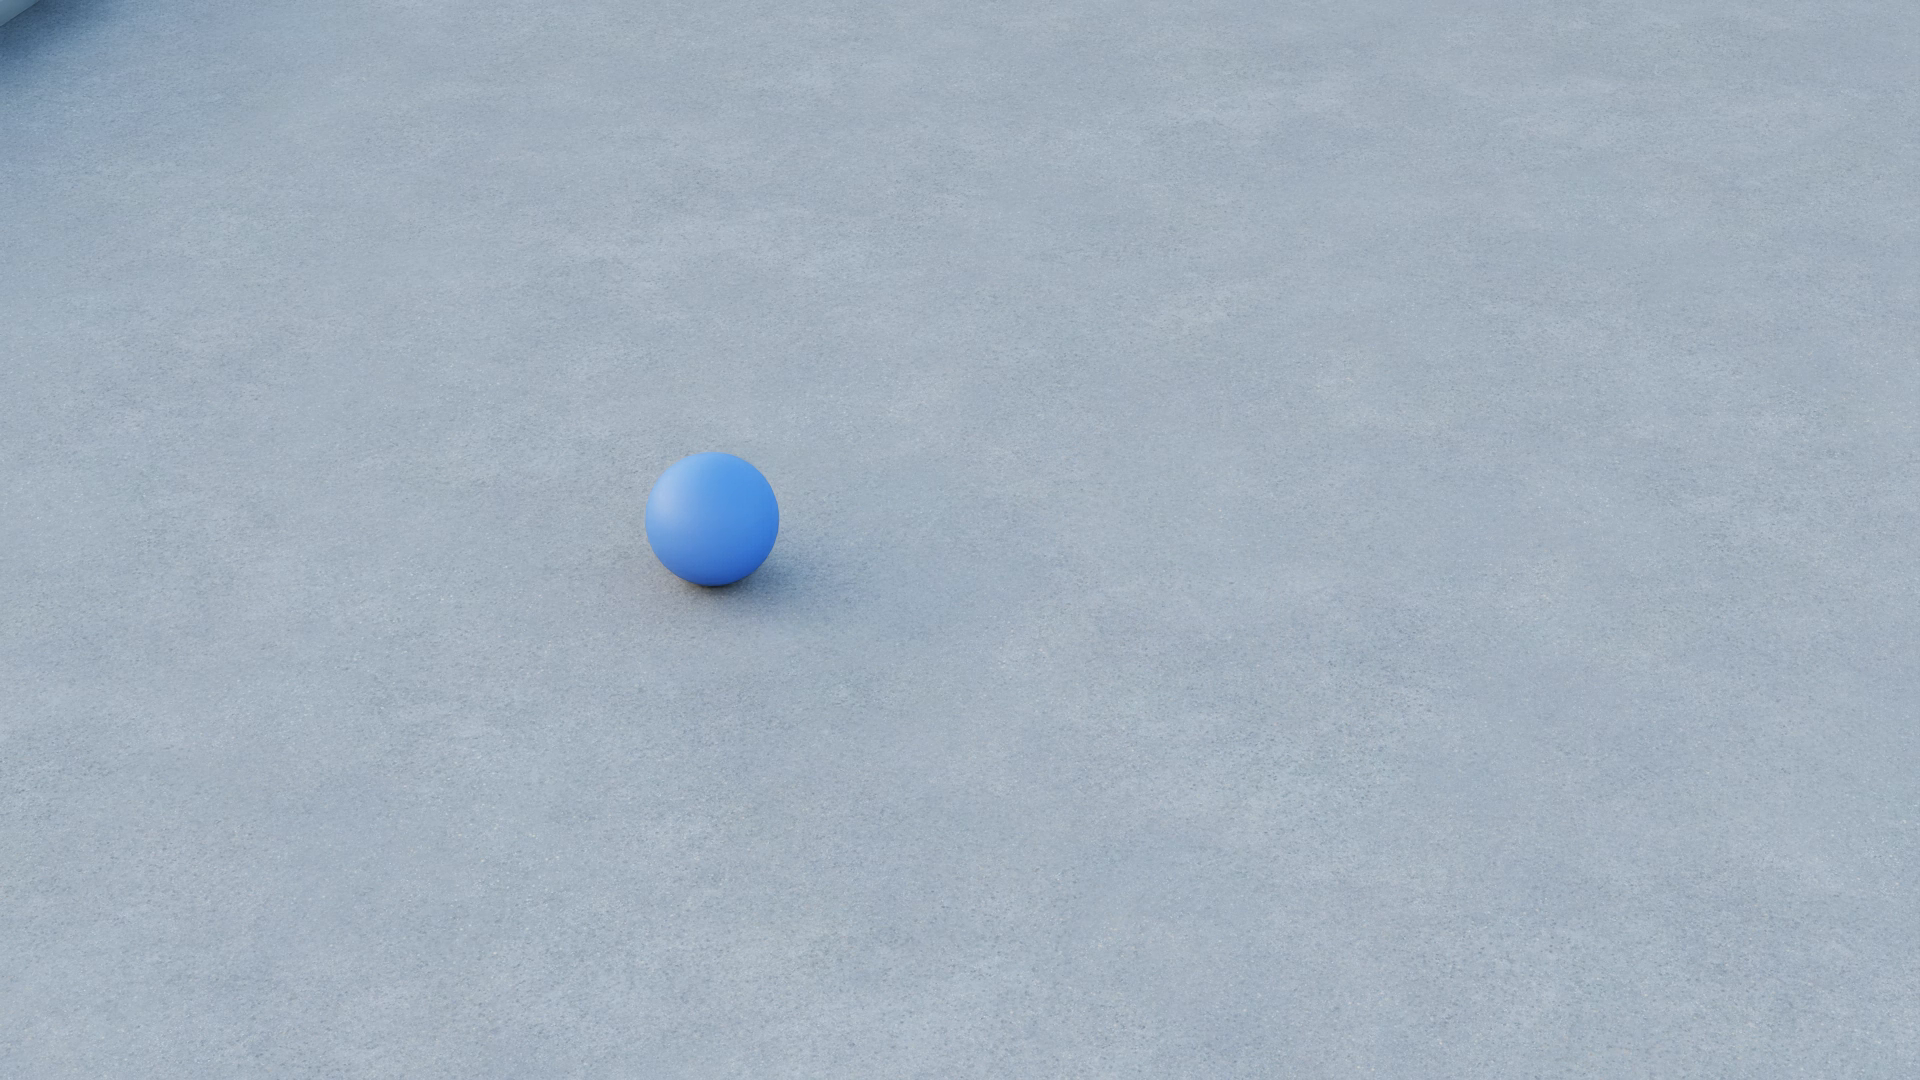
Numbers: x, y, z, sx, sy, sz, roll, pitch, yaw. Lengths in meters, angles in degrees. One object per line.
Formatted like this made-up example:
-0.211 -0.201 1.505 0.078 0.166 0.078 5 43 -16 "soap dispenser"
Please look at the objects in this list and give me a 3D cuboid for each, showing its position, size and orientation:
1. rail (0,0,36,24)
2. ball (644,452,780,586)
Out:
-0.701 -0.607 2.644 0.045 0.097 3.926 7 31 12 "rail"
-0.138 -0.012 1.639 0.075 0.075 0.075 0 30 0 "ball"
